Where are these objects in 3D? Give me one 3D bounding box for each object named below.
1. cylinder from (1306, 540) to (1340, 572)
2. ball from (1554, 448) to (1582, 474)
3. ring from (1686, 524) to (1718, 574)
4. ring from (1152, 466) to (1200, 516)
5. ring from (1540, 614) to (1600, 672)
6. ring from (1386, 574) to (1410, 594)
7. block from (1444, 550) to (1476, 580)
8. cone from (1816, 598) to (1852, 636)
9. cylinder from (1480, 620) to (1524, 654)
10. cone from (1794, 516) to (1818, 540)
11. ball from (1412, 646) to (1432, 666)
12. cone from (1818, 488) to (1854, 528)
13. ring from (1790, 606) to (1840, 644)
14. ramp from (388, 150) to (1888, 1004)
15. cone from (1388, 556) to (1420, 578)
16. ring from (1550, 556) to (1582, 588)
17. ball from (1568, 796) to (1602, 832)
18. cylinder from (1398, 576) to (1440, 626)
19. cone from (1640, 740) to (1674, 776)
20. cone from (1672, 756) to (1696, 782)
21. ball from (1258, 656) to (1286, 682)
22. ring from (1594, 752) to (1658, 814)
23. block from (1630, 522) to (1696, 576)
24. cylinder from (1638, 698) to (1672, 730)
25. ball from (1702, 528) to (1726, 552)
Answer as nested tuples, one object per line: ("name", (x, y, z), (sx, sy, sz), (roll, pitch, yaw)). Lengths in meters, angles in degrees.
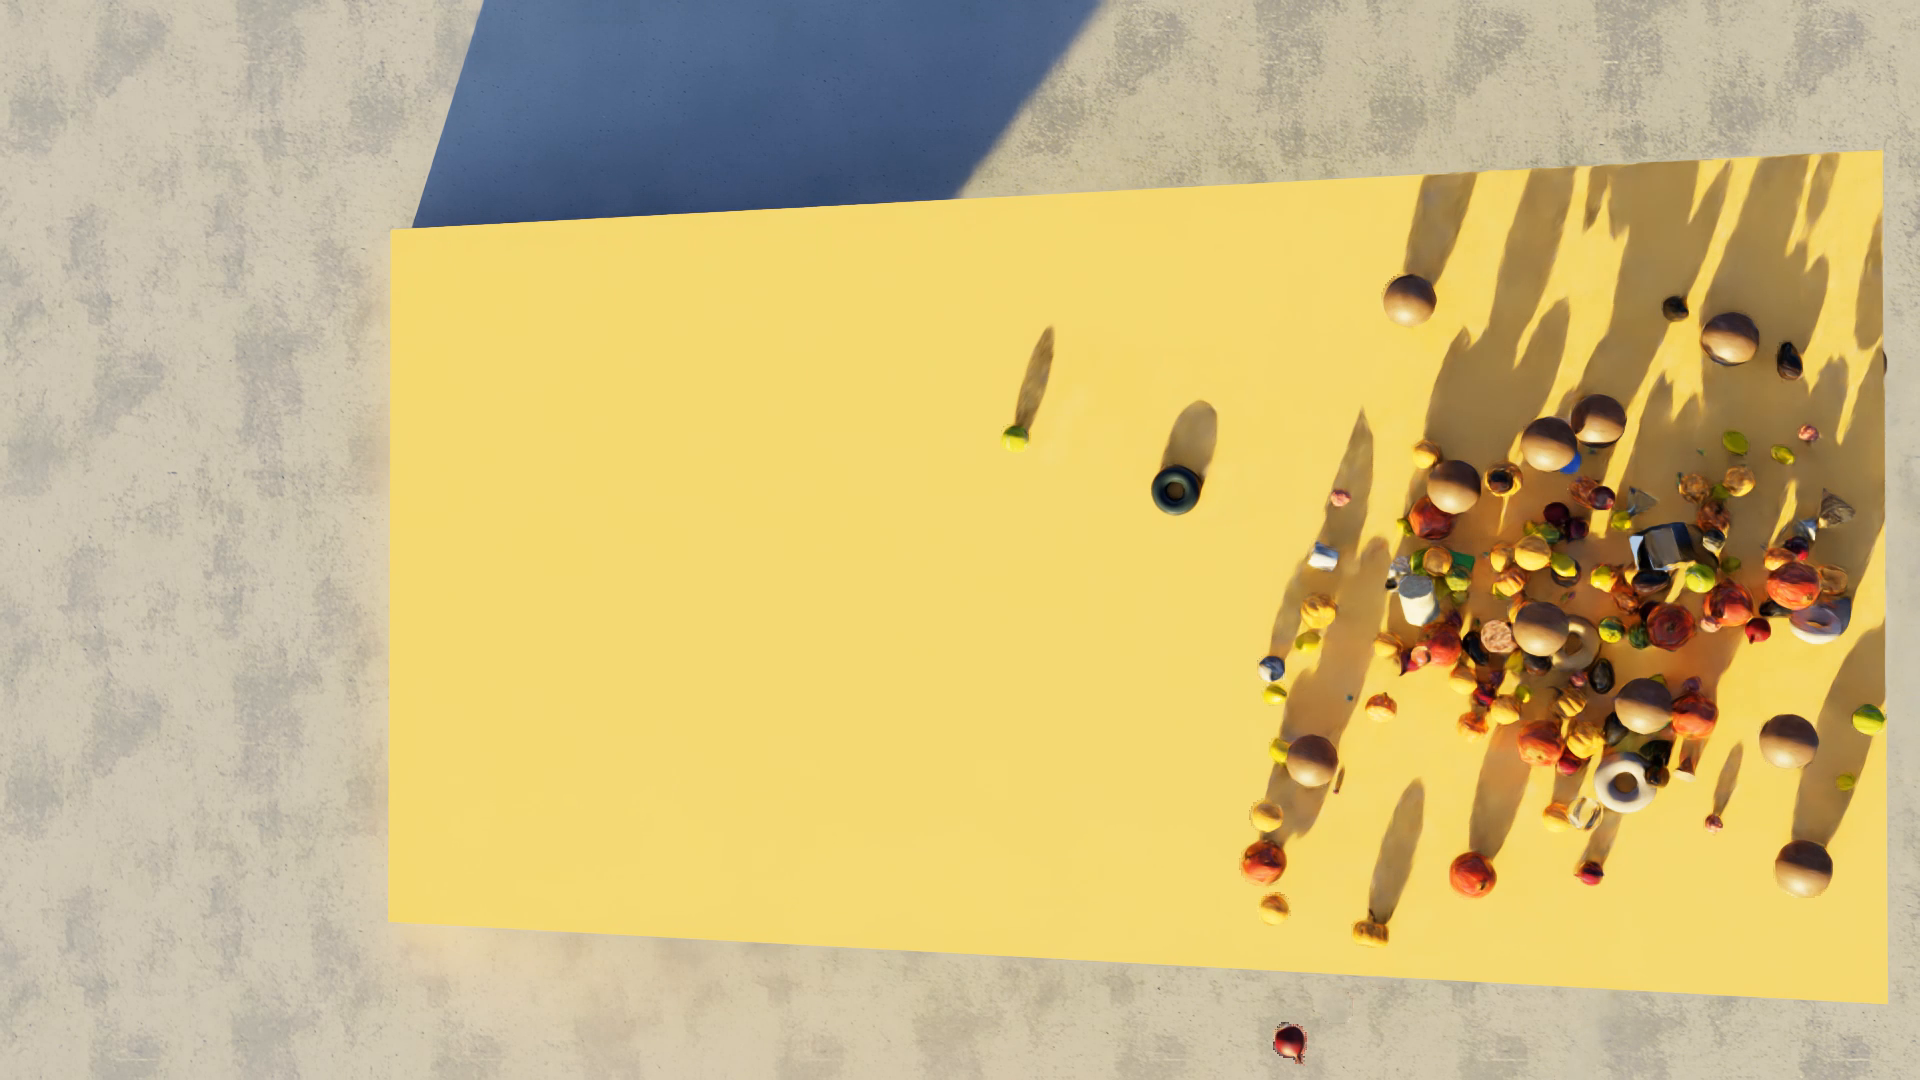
("cylinder", (0.908, 0.041, 5.498), (0.063, 0.063, 0.063), (19, 89, 0))
("ball", (1.475, -0.192, 5.338), (0.065, 0.065, 0.065), (0, 89, 0))
("ring", (1.755, 0.022, 5.215), (0.043, 0.130, 0.130), (-30, 89, 22))
("ring", (0.554, -0.127, 5.639), (0.131, 0.044, 0.131), (0, 90, 19))
("ring", (1.480, 0.251, 5.331), (0.143, 0.048, 0.143), (-1, 83, 7))
("ring", (1.091, 0.109, 5.419), (0.083, 0.083, 0.028), (-1, 68, 0))
("block", (1.231, 0.063, 5.414), (0.061, 0.061, 0.061), (14, 94, 17))
("cone", (2.030, 0.170, 5.169), (0.093, 0.093, 0.093), (14, 89, 43))
("cylinder", (1.322, 0.237, 5.363), (0.077, 0.077, 0.077), (-3, 84, 36))
("cone", (2.008, -0.039, 5.188), (0.057, 0.057, 0.057), (-42, 89, -22))
("ball", (1.121, 0.281, 5.337), (0.050, 0.050, 0.050), (0, 89, 0))
("cone", (2.046, -0.088, 5.171), (0.085, 0.085, 0.085), (-10, 58, 0))
("ring", (1.975, 0.196, 5.080), (0.112, 0.112, 0.037), (-6, 129, 0))
("ramp", (0.275, 0.093, 5.799), (4.000, 0.100, 2.000), (0, 89, 18))
("cone", (1.097, 0.079, 5.447), (0.078, 0.078, 0.078), (0, 89, 18))
("ring", (1.474, 0.078, 5.347), (0.075, 0.025, 0.075), (0, 81, -1))
("ball", (1.474, 0.646, 5.185), (0.081, 0.081, 0.081), (0, 89, 0))
("cylinder", (1.119, 0.147, 5.360), (0.086, 0.086, 0.086), (-23, 126, 0))
("cone", (1.680, 0.533, 5.272), (0.081, 0.081, 0.081), (-22, 105, 0))
("cone", (1.740, 0.540, 5.265), (0.056, 0.056, 0.056), (22, 68, 0))
("ball", (0.787, 0.325, 5.547), (0.067, 0.067, 0.067), (0, 89, 0))
("ring", (1.603, 0.583, 5.295), (0.150, 0.050, 0.150), (0, 89, 18))
("block", (1.648, 0.020, 5.163), (0.095, 0.095, 0.095), (-8, 77, -17))
("cylinder", (1.663, 0.415, 5.262), (0.057, 0.057, 0.057), (33, 89, -24))
("ball", (1.741, 0.000, 5.078), (0.052, 0.052, 0.052), (0, 89, 0))
